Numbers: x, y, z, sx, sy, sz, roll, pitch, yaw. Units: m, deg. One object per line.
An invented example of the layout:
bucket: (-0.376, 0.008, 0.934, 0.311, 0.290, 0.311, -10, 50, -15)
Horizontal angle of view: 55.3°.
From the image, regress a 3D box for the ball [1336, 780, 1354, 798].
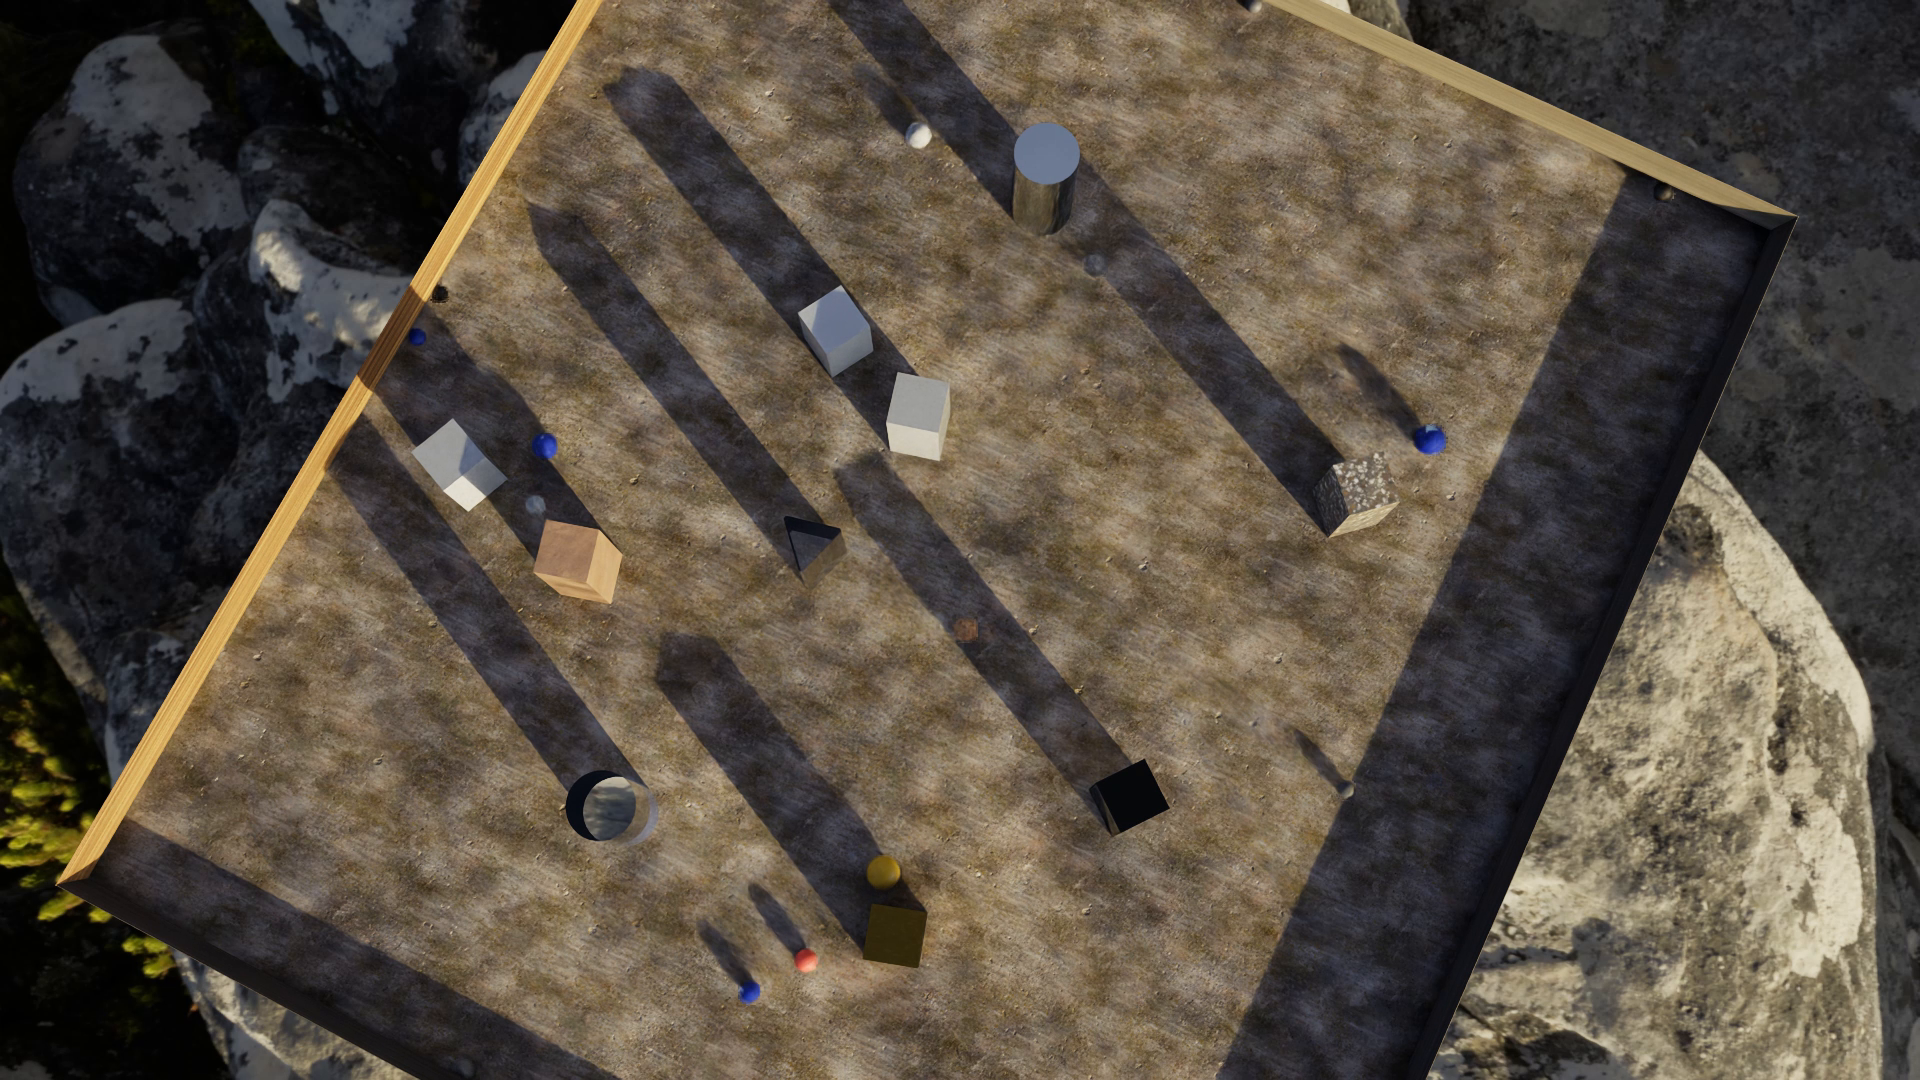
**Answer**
ball: (1.144, 0.739, 5.437, 0.051, 0.051, 0.051, 0, 78, 0)

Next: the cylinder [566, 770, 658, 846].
cylinder: (-0.994, 0.774, 5.258, 0.195, 0.388, 0.195, 0, 78, 0)

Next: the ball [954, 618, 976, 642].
ball: (0.015, 0.270, 5.525, 0.071, 0.071, 0.071, 0, 78, 0)

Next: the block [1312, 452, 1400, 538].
block: (1.182, -0.133, 5.481, 0.156, 0.319, 0.156, -15, 79, -3)

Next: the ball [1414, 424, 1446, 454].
ball: (1.442, -0.308, 5.633, 0.094, 0.094, 0.094, 0, 78, 0)

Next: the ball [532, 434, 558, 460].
ball: (-1.276, -0.288, 5.636, 0.079, 0.079, 0.079, 0, 78, 0)

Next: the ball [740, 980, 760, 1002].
ball: (-0.608, 1.309, 5.315, 0.061, 0.061, 0.061, 0, 78, 0)

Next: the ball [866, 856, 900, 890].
ball: (-0.224, 0.975, 5.365, 0.098, 0.098, 0.098, 0, 78, 0)

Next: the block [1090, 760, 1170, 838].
block: (0.488, 0.751, 5.315, 0.156, 0.286, 0.156, -26, 79, -5)

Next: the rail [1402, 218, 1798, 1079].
rail: (1.657, 0.818, 5.381, 0.045, 0.127, 4.160, 26, 80, 5)

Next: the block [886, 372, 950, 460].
block: (-0.123, -0.369, 5.523, 0.156, 0.333, 0.156, 12, 79, 2)

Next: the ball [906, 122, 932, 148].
ball: (-0.132, -1.290, 5.842, 0.081, 0.081, 0.081, 0, 78, 0)

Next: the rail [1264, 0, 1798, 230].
rail: (0.920, -1.794, 5.922, 3.752, 0.127, 0.045, 26, 80, 5)

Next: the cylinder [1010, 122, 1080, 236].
cylinder: (0.257, -1.102, 5.631, 0.195, 0.419, 0.195, 0, 78, 0)

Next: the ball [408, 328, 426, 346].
ball: (-1.693, -0.635, 5.721, 0.053, 0.053, 0.053, 0, 78, 0)

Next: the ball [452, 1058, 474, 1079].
ball: (-1.427, 1.522, 5.270, 0.063, 0.063, 0.063, 0, 78, 0)

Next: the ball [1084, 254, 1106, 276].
ball: (0.424, -0.863, 5.758, 0.073, 0.073, 0.073, 0, 78, 0)

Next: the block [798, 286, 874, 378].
block: (-0.379, -0.637, 5.623, 0.156, 0.247, 0.156, -34, 80, -7)

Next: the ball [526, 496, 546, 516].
ball: (-1.298, -0.104, 5.608, 0.059, 0.059, 0.059, 0, 78, 0)

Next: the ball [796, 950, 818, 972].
ball: (-0.447, 1.223, 5.330, 0.065, 0.065, 0.065, 0, 78, 0)

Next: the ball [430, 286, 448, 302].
ball: (-1.634, -0.773, 5.750, 0.052, 0.052, 0.052, 0, 78, 0)

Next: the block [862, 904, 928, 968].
block: (-0.184, 1.135, 5.260, 0.156, 0.239, 0.156, 9, 78, 2)

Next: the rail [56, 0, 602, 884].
rail: (-1.657, -0.804, 5.717, 0.045, 0.127, 4.160, 26, 80, 5)

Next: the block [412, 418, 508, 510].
block: (-1.505, -0.224, 5.523, 0.156, 0.274, 0.156, -41, 81, -8)

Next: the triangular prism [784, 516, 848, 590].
triangular prism: (-0.455, 0.014, 5.451, 0.146, 0.319, 0.169, 43, 81, 8)

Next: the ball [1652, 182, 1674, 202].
ball: (2.231, -1.105, 5.815, 0.060, 0.060, 0.060, 0, 78, 0)

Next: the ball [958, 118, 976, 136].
ball: (0.020, -1.323, 5.861, 0.056, 0.056, 0.056, 0, 78, 0)

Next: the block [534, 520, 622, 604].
block: (-1.124, 0.068, 5.414, 0.156, 0.369, 0.156, 11, 79, 2)

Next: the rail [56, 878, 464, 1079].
rail: (-0.920, 1.808, 5.177, 3.752, 0.127, 0.045, 26, 80, 5)

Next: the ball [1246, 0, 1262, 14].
ball: (0.953, -1.737, 5.949, 0.053, 0.053, 0.053, 0, 78, 0)
